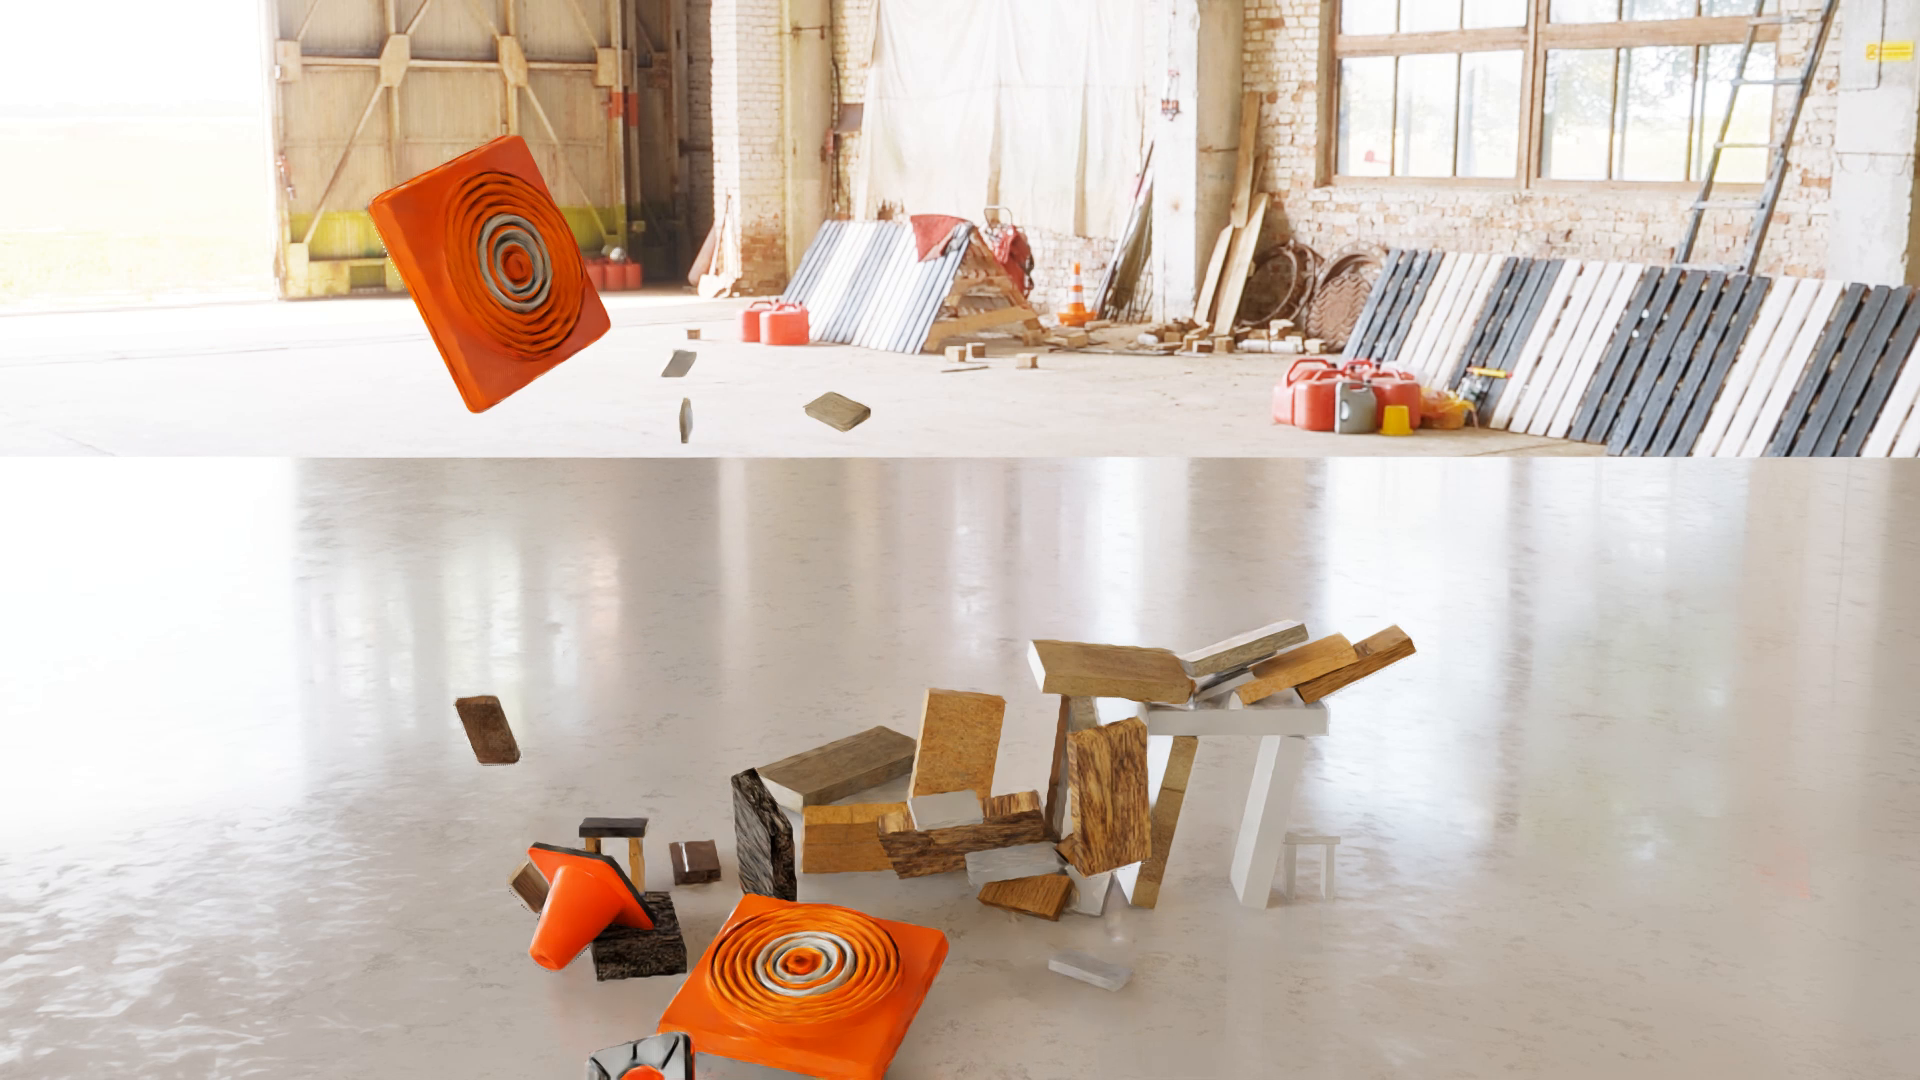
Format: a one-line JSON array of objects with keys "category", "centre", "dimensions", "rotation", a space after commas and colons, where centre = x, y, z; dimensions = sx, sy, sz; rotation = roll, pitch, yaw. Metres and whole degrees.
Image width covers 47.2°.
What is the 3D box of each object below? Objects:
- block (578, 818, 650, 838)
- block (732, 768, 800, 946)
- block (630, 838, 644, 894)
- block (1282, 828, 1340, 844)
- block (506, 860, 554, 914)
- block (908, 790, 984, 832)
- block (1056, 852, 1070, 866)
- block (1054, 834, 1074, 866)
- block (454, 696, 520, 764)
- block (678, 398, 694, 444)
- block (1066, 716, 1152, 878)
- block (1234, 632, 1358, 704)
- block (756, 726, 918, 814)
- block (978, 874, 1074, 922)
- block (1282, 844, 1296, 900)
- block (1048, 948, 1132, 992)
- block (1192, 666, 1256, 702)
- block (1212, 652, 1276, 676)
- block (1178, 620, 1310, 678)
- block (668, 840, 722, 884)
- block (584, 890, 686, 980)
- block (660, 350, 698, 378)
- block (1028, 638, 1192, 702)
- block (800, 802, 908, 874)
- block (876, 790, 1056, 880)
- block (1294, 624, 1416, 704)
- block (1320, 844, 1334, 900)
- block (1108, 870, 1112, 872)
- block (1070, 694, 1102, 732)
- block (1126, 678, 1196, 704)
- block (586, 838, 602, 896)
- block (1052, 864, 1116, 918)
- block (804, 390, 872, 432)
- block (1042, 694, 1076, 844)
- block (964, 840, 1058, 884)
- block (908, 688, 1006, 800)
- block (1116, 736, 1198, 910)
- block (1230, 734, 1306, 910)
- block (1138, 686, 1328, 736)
[{"category": "block", "centre": [-0.573, 0.477, 3.644], "dimensions": [0.108, 0.015, 0.054], "rotation": [0, 11, 0]}, {"category": "block", "centre": [-0.299, 0.490, 3.382], "dimensions": [0.038, 0.268, 0.134], "rotation": [-21, 47, -22]}, {"category": "block", "centre": [-0.537, 0.538, 3.656], "dimensions": [0.015, 0.108, 0.054], "rotation": [0, 11, 0]}, {"category": "block", "centre": [0.579, 0.490, 3.646], "dimensions": [0.095, 0.014, 0.048], "rotation": [0, 11, 0]}, {"category": "block", "centre": [-0.693, 0.560, 3.550], "dimensions": [0.013, 0.093, 0.046], "rotation": [20, 60, 37]}, {"category": "block", "centre": [-0.023, 0.437, 3.558], "dimensions": [0.113, 0.016, 0.056], "rotation": [-5, 49, -19]}, {"category": "block", "centre": [0.170, 0.540, 3.672], "dimensions": [0.149, 0.021, 0.075], "rotation": [-32, 10, 0]}, {"category": "block", "centre": [0.230, 0.479, 3.641], "dimensions": [0.149, 0.021, 0.075], "rotation": [-36, 11, -8]}, {"category": "block", "centre": [-0.909, 0.366, 4.234], "dimensions": [0.079, 0.158, 0.022], "rotation": [-4, 39, 10]}, {"category": "block", "centre": [-0.535, -0.232, 4.296], "dimensions": [0.013, 0.046, 0.093], "rotation": [10, -30, 4]}, {"category": "block", "centre": [0.238, 0.409, 3.496], "dimensions": [0.121, 0.246, 0.034], "rotation": [-13, 26, -18]}, {"category": "block", "centre": [0.545, 0.210, 3.606], "dimensions": [0.198, 0.028, 0.099], "rotation": [-21, 11, 2]}, {"category": "block", "centre": [-0.227, 0.442, 4.267], "dimensions": [0.134, 0.038, 0.401], "rotation": [19, 20, 33]}, {"category": "block", "centre": [0.108, 0.573, 3.586], "dimensions": [0.146, 0.021, 0.073], "rotation": [7, 55, 34]}, {"category": "block", "centre": [0.547, 0.544, 3.656], "dimensions": [0.014, 0.095, 0.048], "rotation": [0, 11, 0]}, {"category": "block", "centre": [0.195, 0.644, 3.296], "dimensions": [0.113, 0.016, 0.056], "rotation": [14, 16, 27]}, {"category": "block", "centre": [0.427, 0.235, 3.600], "dimensions": [0.103, 0.015, 0.052], "rotation": [-22, 10, 0]}, {"category": "block", "centre": [0.465, 0.199, 3.625], "dimensions": [0.103, 0.015, 0.052], "rotation": [-19, 4, -17]}, {"category": "block", "centre": [0.463, 0.178, 3.608], "dimensions": [0.198, 0.028, 0.099], "rotation": [-18, 4, -8]}, {"category": "block", "centre": [-0.458, 0.556, 3.793], "dimensions": [0.079, 0.022, 0.158], "rotation": [-2, 11, -10]}, {"category": "block", "centre": [-0.508, 0.615, 3.431], "dimensions": [0.134, 0.038, 0.268], "rotation": [-2, 11, -13]}, {"category": "block", "centre": [-0.518, -0.323, 4.040], "dimensions": [0.046, 0.013, 0.093], "rotation": [2, -20, -22]}, {"category": "block", "centre": [0.240, 0.211, 3.553], "dimensions": [0.242, 0.034, 0.121], "rotation": [5, 24, -12]}, {"category": "block", "centre": [-0.131, 0.507, 3.749], "dimensions": [0.275, 0.137, 0.039], "rotation": [-2, 45, -8]}, {"category": "block", "centre": [0.012, 0.494, 3.677], "dimensions": [0.275, 0.137, 0.039], "rotation": [-10, 47, 11]}, {"category": "block", "centre": [0.642, 0.203, 3.605], "dimensions": [0.198, 0.028, 0.099], "rotation": [-26, 10, 3]}, {"category": "block", "centre": [0.611, 0.544, 3.656], "dimensions": [0.014, 0.095, 0.048], "rotation": [0, 11, 0]}, {"category": "block", "centre": [0.246, 0.523, 3.661], "dimensions": [0.021, 0.149, 0.075], "rotation": [34, 5, -9]}, {"category": "block", "centre": [0.218, 0.328, 3.638], "dimensions": [0.034, 0.242, 0.121], "rotation": [-12, 14, 5]}, {"category": "block", "centre": [0.329, 0.245, 3.598], "dimensions": [0.104, 0.015, 0.052], "rotation": [1, 29, 27]}, {"category": "block", "centre": [-0.609, 0.538, 3.656], "dimensions": [0.015, 0.108, 0.054], "rotation": [0, 11, 0]}, {"category": "block", "centre": [0.174, 0.570, 3.594], "dimensions": [0.146, 0.073, 0.021], "rotation": [5, -31, 26]}, {"category": "block", "centre": [-0.278, -0.292, 4.996], "dimensions": [0.079, 0.022, 0.158], "rotation": [-33, 35, -24]}, {"category": "block", "centre": [0.170, 0.382, 3.696], "dimensions": [0.016, 0.259, 0.056], "rotation": [-2, -35, 18]}, {"category": "block", "centre": [0.084, 0.529, 3.603], "dimensions": [0.146, 0.021, 0.073], "rotation": [-8, 19, -4]}, {"category": "block", "centre": [-0.011, 0.404, 3.869], "dimensions": [0.137, 0.274, 0.039], "rotation": [7, 10, -11]}, {"category": "block", "centre": [0.325, 0.446, 3.641], "dimensions": [0.041, 0.293, 0.146], "rotation": [12, 9, -7]}, {"category": "block", "centre": [0.508, 0.446, 3.639], "dimensions": [0.041, 0.292, 0.146], "rotation": [11, 10, -2]}, {"category": "block", "centre": [0.445, 0.280, 3.609], "dimensions": [0.292, 0.041, 0.146], "rotation": [0, 11, -1]}]
